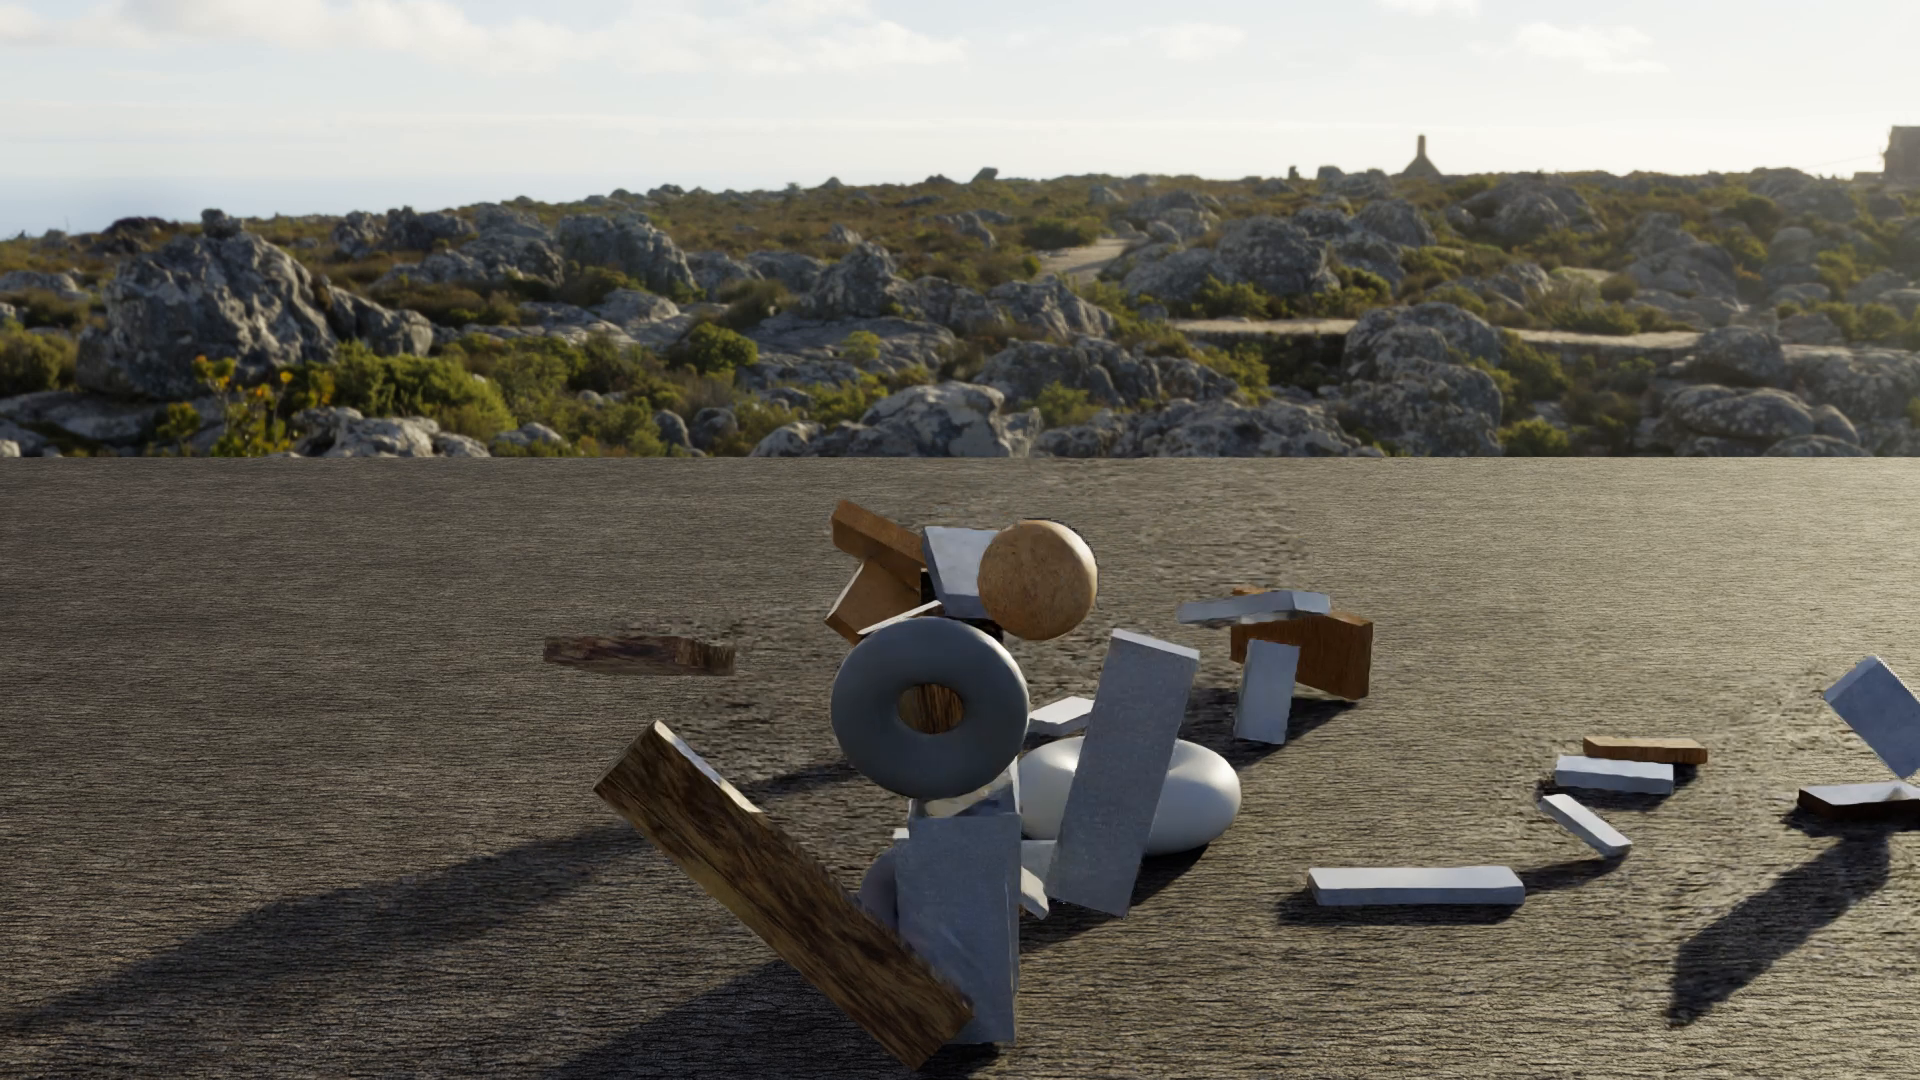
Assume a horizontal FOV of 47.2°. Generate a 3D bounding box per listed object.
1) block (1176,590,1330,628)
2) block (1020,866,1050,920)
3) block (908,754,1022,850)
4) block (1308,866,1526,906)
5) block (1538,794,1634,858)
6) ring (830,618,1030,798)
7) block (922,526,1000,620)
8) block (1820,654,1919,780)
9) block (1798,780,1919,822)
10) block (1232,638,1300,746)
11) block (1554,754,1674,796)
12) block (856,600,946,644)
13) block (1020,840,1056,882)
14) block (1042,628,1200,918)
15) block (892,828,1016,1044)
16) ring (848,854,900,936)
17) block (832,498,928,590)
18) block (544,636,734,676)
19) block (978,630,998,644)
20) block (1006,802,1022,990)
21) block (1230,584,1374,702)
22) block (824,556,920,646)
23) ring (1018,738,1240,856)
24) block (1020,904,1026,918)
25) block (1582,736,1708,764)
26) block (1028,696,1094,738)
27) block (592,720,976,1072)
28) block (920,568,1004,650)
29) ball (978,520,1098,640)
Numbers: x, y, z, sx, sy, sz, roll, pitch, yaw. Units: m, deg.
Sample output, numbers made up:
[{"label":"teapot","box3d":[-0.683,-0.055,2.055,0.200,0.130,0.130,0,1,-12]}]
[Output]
[{"label":"block","box3d":[0.518,0.122,3.887,0.241,0.034,0.121,-9,-12,39]},{"label":"block","box3d":[0.103,0.535,3.368,0.062,0.017,0.123,38,8,-10]},{"label":"block","box3d":[0.008,0.363,3.094,0.150,0.043,0.301,-3,11,2]},{"label":"block","box3d":[0.758,0.576,3.664,0.340,0.029,0.101,0,11,-2]},{"label":"block","box3d":[1.106,0.504,3.890,0.077,0.022,0.155,1,28,-44]},{"label":"ring","box3d":[-0.040,0.226,2.939,0.268,0.268,0.089,0,25,2]},{"label":"block","box3d":[0.022,0.050,3.366,0.130,0.037,0.259,4,22,-10]},{"label":"block","box3d":[1.748,0.334,4.143,0.241,0.121,0.034,42,15,-18]},{"label":"block","box3d":[1.702,0.489,4.128,0.218,0.031,0.109,-3,11,-13]},{"label":"block","box3d":[0.633,0.313,4.545,0.103,0.205,0.029,10,-1,-12]},{"label":"block","box3d":[1.278,0.458,4.293,0.218,0.031,0.109,3,11,18]},{"label":"block","box3d":[-0.044,0.218,3.049,0.120,0.239,0.034,-21,10,-9]},{"label":"block","box3d":[0.147,0.545,3.700,0.155,0.077,0.022,1,11,4]},{"label":"block","box3d":[0.237,0.348,3.261,0.130,0.433,0.037,15,20,4]},{"label":"block","box3d":[-0.006,0.548,3.047,0.150,0.301,0.043,-3,11,4]},{"label":"ring","box3d":[-0.073,0.558,3.347,0.202,0.202,0.067,1,36,8]},{"label":"block","box3d":[-0.108,0.040,4.738,0.353,0.050,0.176,27,-19,8]},{"label":"block","box3d":[-0.445,0.161,3.049,0.239,0.034,0.120,-2,-13,34]},{"label":"block","box3d":[0.011,0.159,3.161,0.073,0.021,0.146,7,15,5]},{"label":"block","box3d":[0.011,0.519,3.219,0.150,0.301,0.043,-1,19,-5]},{"label":"block","box3d":[0.772,0.230,4.998,0.050,0.176,0.353,-16,24,-43]},{"label":"block","box3d":[-0.097,0.215,4.703,0.050,0.367,0.176,-39,15,52]},{"label":"ring","box3d":[0.294,0.460,3.988,0.429,0.143,0.429,-1,10,0]},{"label":"block","box3d":[0.042,0.583,3.338,0.062,0.123,0.017,38,8,-6]},{"label":"block","box3d":[1.381,0.424,4.438,0.218,0.031,0.109,1,4,1]},{"label":"block","box3d":[0.227,0.379,4.725,0.103,0.029,0.205,7,13,34]},{"label":"block","box3d":[-0.229,0.477,2.924,0.583,0.120,0.034,43,12,-10]},{"label":"block","box3d":[0.003,0.175,3.469,0.130,0.259,0.037,0,10,0]},{"label":"ball","box3d":[0.112,0.057,3.154,0.173,0.173,0.173,0,11,0]}]
